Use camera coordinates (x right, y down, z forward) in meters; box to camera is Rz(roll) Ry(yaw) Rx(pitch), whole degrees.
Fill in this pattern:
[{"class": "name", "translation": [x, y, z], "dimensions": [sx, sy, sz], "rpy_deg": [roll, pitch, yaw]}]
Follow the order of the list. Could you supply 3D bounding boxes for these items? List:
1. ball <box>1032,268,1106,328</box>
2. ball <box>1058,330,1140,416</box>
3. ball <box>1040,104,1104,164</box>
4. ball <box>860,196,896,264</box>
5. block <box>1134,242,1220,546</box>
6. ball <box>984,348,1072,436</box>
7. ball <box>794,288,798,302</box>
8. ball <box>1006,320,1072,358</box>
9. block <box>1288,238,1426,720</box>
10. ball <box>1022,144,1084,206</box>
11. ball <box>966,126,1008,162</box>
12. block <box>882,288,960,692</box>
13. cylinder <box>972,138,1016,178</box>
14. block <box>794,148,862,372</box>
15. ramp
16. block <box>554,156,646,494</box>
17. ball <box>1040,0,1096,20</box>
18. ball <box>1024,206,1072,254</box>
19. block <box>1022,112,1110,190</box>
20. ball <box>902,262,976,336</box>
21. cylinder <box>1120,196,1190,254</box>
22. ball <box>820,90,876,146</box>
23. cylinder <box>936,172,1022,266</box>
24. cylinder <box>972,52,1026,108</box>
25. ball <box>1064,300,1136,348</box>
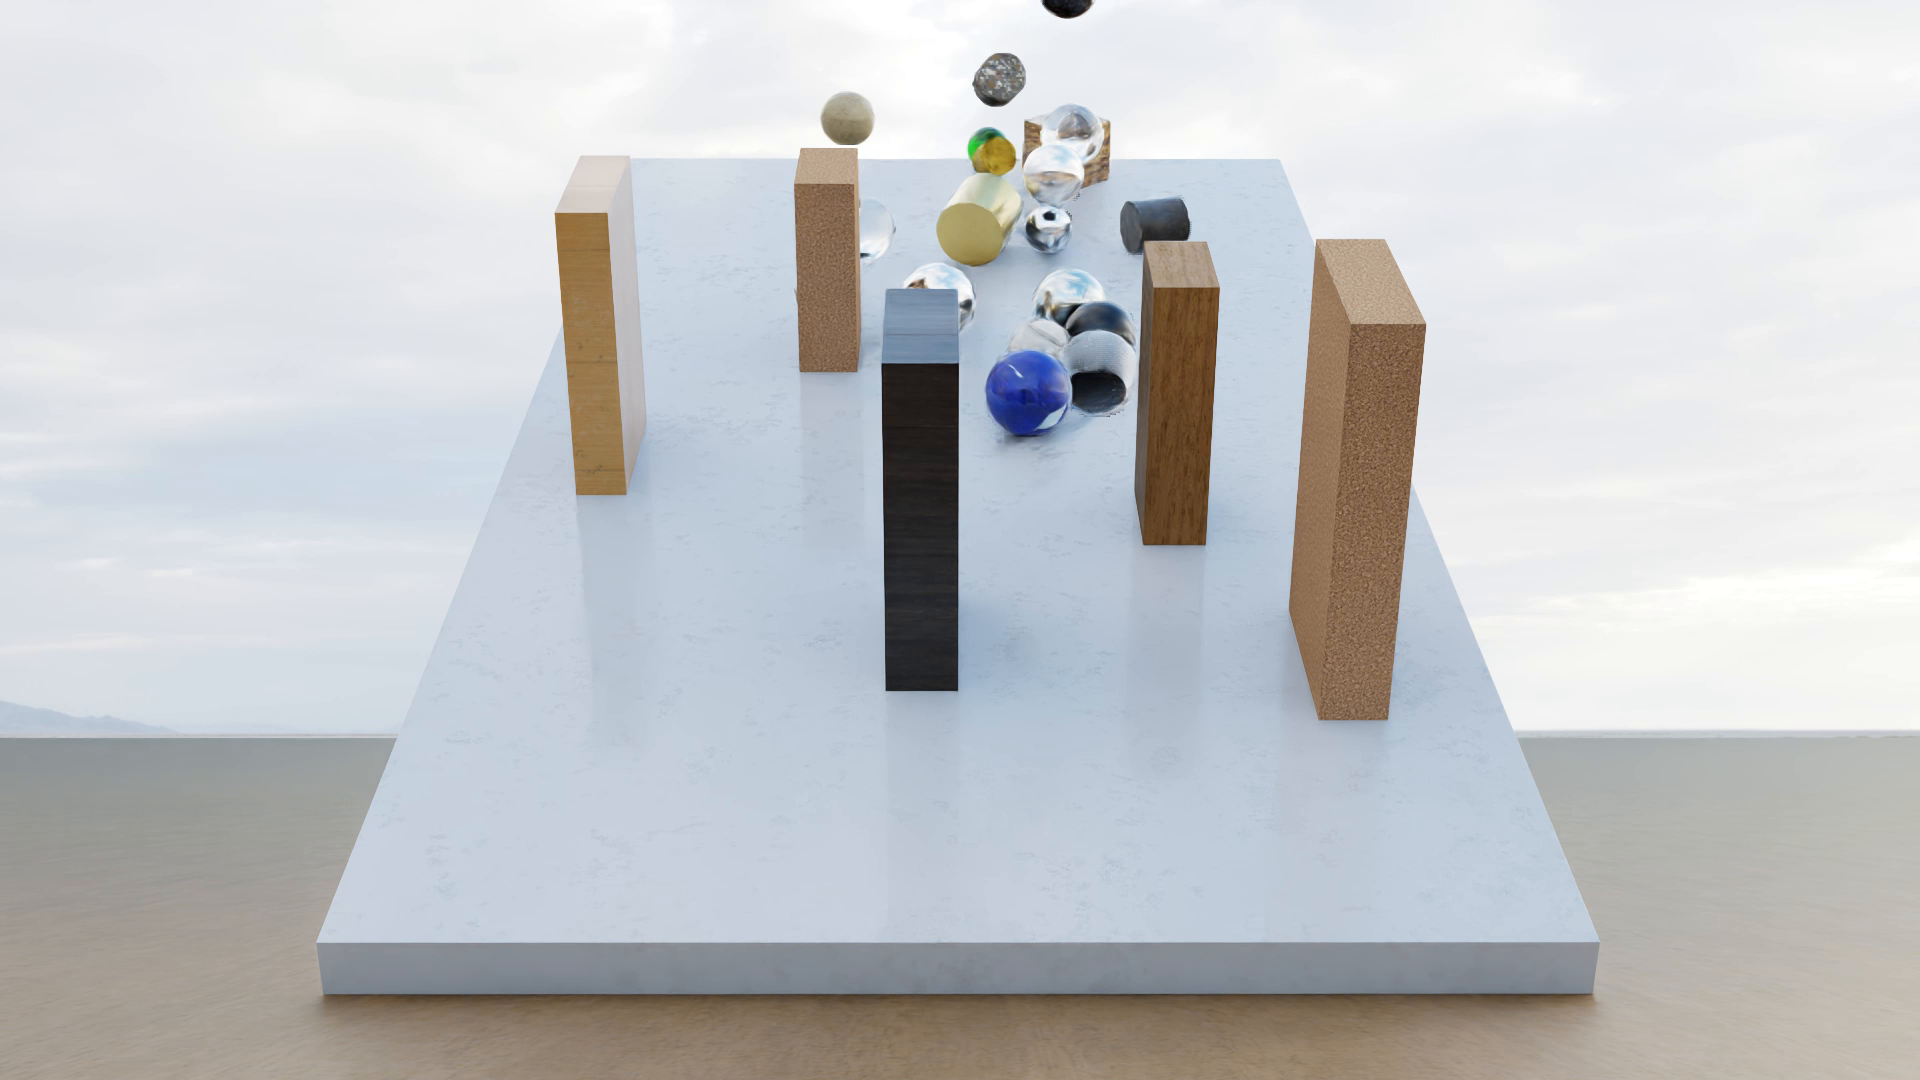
[{"class": "ball", "translation": [0.272, -0.582, 5.882], "dimensions": [0.187, 0.187, 0.187], "rpy_deg": [0, -5, 0]}, {"class": "ball", "translation": [0.318, -0.388, 5.484], "dimensions": [0.198, 0.198, 0.198], "rpy_deg": [0, -5, 0]}, {"class": "ball", "translation": [0.314, -1.134, 6.627], "dimensions": [0.177, 0.177, 0.177], "rpy_deg": [0, -5, 0]}, {"class": "ball", "translation": [-0.260, -0.817, 6.243], "dimensions": [0.178, 0.178, 0.178], "rpy_deg": [0, -5, 0]}, {"class": "block", "translation": [0.445, -0.303, 4.904], "dimensions": [0.130, 0.569, 0.269], "rpy_deg": [0, 27, 0]}, {"class": "ball", "translation": [0.156, -0.336, 5.378], "dimensions": [0.199, 0.199, 0.199], "rpy_deg": [0, -5, 0]}, {"class": "ball", "translation": [-0.347, -0.632, 6.024], "dimensions": [0.146, 0.146, 0.146], "rpy_deg": [0, -5, 0]}, {"class": "ball", "translation": [0.193, -0.442, 5.630], "dimensions": [0.164, 0.164, 0.164], "rpy_deg": [0, -5, 0]}, {"class": "block", "translation": [0.712, -0.112, 4.303], "dimensions": [0.126, 0.768, 0.423], "rpy_deg": [0, 27, 0]}, {"class": "ball", "translation": [0.251, -0.982, 6.362], "dimensions": [0.165, 0.165, 0.165], "rpy_deg": [0, -5, 0]}, {"class": "ball", "translation": [0.085, -1.182, 7.137], "dimensions": [0.130, 0.130, 0.130], "rpy_deg": [0, -5, 0]}, {"class": "block", "translation": [-0.070, -0.095, 4.391], "dimensions": [0.135, 0.654, 0.364], "rpy_deg": [0, 27, 0]}, {"class": "cylinder", "translation": [0.101, -1.119, 6.951], "dimensions": [0.109, 0.109, 0.109], "rpy_deg": [1, -1, -13]}, {"class": "block", "translation": [-0.319, -0.682, 5.757], "dimensions": [0.141, 0.476, 0.280], "rpy_deg": [0, 27, 0]}, {"class": "ramp", "translation": [-0.010, -0.227, 5.495], "dimensions": [2.000, 0.100, 4.000], "rpy_deg": [0, 27, 0]}, {"class": "block", "translation": [-0.776, -0.470, 5.150], "dimensions": [0.109, 0.639, 0.386], "rpy_deg": [0, 27, 0]}, {"class": "ball", "translation": [0.316, -1.619, 6.929], "dimensions": [0.184, 0.184, 0.184], "rpy_deg": [0, -5, 0]}, {"class": "ball", "translation": [0.242, -0.850, 6.478], "dimensions": [0.131, 0.131, 0.131], "rpy_deg": [0, -5, 0]}, {"class": "block", "translation": [0.316, -1.158, 7.034], "dimensions": [0.182, 0.182, 0.182], "rpy_deg": [24, 35, 39]}, {"class": "ball", "translation": [-0.056, -0.592, 5.892], "dimensions": [0.195, 0.195, 0.195], "rpy_deg": [0, -5, 0]}, {"class": "cylinder", "translation": [0.533, -0.863, 6.485], "dimensions": [0.144, 0.144, 0.144], "rpy_deg": [-8, -2, -19]}, {"class": "ball", "translation": [-0.318, -1.194, 6.710], "dimensions": [0.157, 0.157, 0.157], "rpy_deg": [0, -5, 0]}, {"class": "cylinder", "translation": [0.052, -0.871, 6.428], "dimensions": [0.189, 0.189, 0.189], "rpy_deg": [-2, 32, 21]}, {"class": "cylinder", "translation": [0.116, -1.357, 6.980], "dimensions": [0.137, 0.137, 0.137], "rpy_deg": [1, 1, -10]}, {"class": "ball", "translation": [0.338, -0.490, 5.710], "dimensions": [0.178, 0.178, 0.178], "rpy_deg": [0, -5, 0]}]
